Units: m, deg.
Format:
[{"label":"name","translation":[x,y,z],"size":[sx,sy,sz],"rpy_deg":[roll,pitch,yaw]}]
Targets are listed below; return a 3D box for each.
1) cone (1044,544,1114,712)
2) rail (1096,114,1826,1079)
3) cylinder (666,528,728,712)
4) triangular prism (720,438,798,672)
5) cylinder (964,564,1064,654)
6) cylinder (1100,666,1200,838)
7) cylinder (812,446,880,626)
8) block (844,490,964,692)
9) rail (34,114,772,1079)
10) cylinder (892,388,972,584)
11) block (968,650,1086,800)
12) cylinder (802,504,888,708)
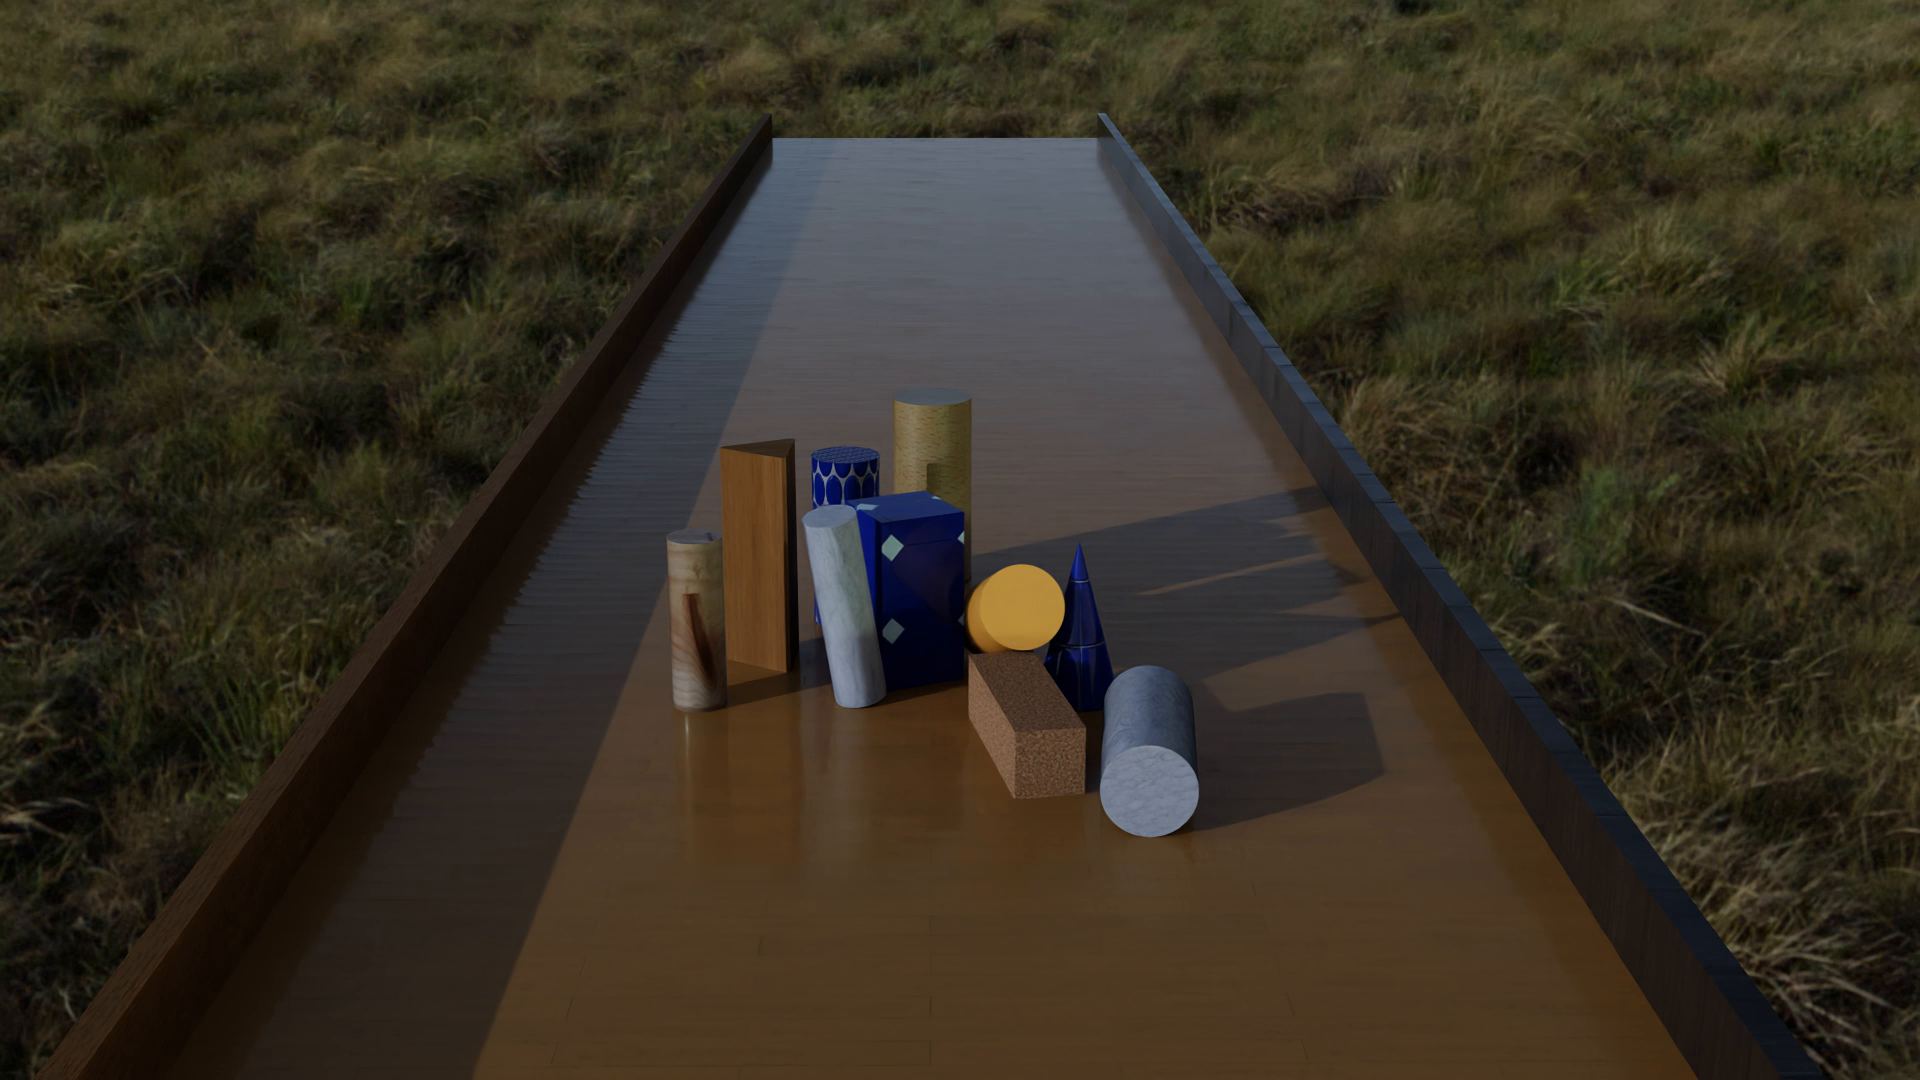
[{"label":"cone","translation":[0.224,0.152,4.169],"size":[0.164,0.312,0.164],"rpy_deg":[0,17,0]},{"label":"rail","translation":[0.932,-0.844,7.801],"size":[0.050,0.150,12.000],"rpy_deg":[0,17,-1]},{"label":"cylinder","translation":[-0.494,0.152,4.136],"size":[0.104,0.331,0.104],"rpy_deg":[0,17,0]},{"label":"triangular prism","translation":[-0.368,0.024,4.377],"size":[0.155,0.438,0.134],"rpy_deg":[10,19,31]},{"label":"cylinder","translation":[0.092,0.143,4.252],"size":[0.160,0.160,0.349],"rpy_deg":[-2,-6,-8]},{"label":"cylinder","translation":[0.322,0.354,3.754],"size":[0.161,0.161,0.383],"rpy_deg":[1,17,4]},{"label":"cylinder","translation":[-0.238,-0.005,4.614],"size":[0.143,0.359,0.143],"rpy_deg":[0,17,0]},{"label":"block","translation":[-0.109,0.098,4.300],"size":[0.174,0.341,0.174],"rpy_deg":[-8,18,-25]},{"label":"rail","translation":[-1.118,-0.838,7.780],"size":[0.050,0.150,12.000],"rpy_deg":[0,17,-1]},{"label":"cylinder","translation":[-0.062,-0.115,4.884],"size":[0.175,0.416,0.175],"rpy_deg":[0,17,0]},{"label":"block","translation":[0.115,0.324,3.922],"size":[0.123,0.123,0.400],"rpy_deg":[-3,17,-11]},{"label":"cylinder","translation":[-0.214,0.126,4.120],"size":[0.101,0.378,0.101],"rpy_deg":[-7,25,3]}]
